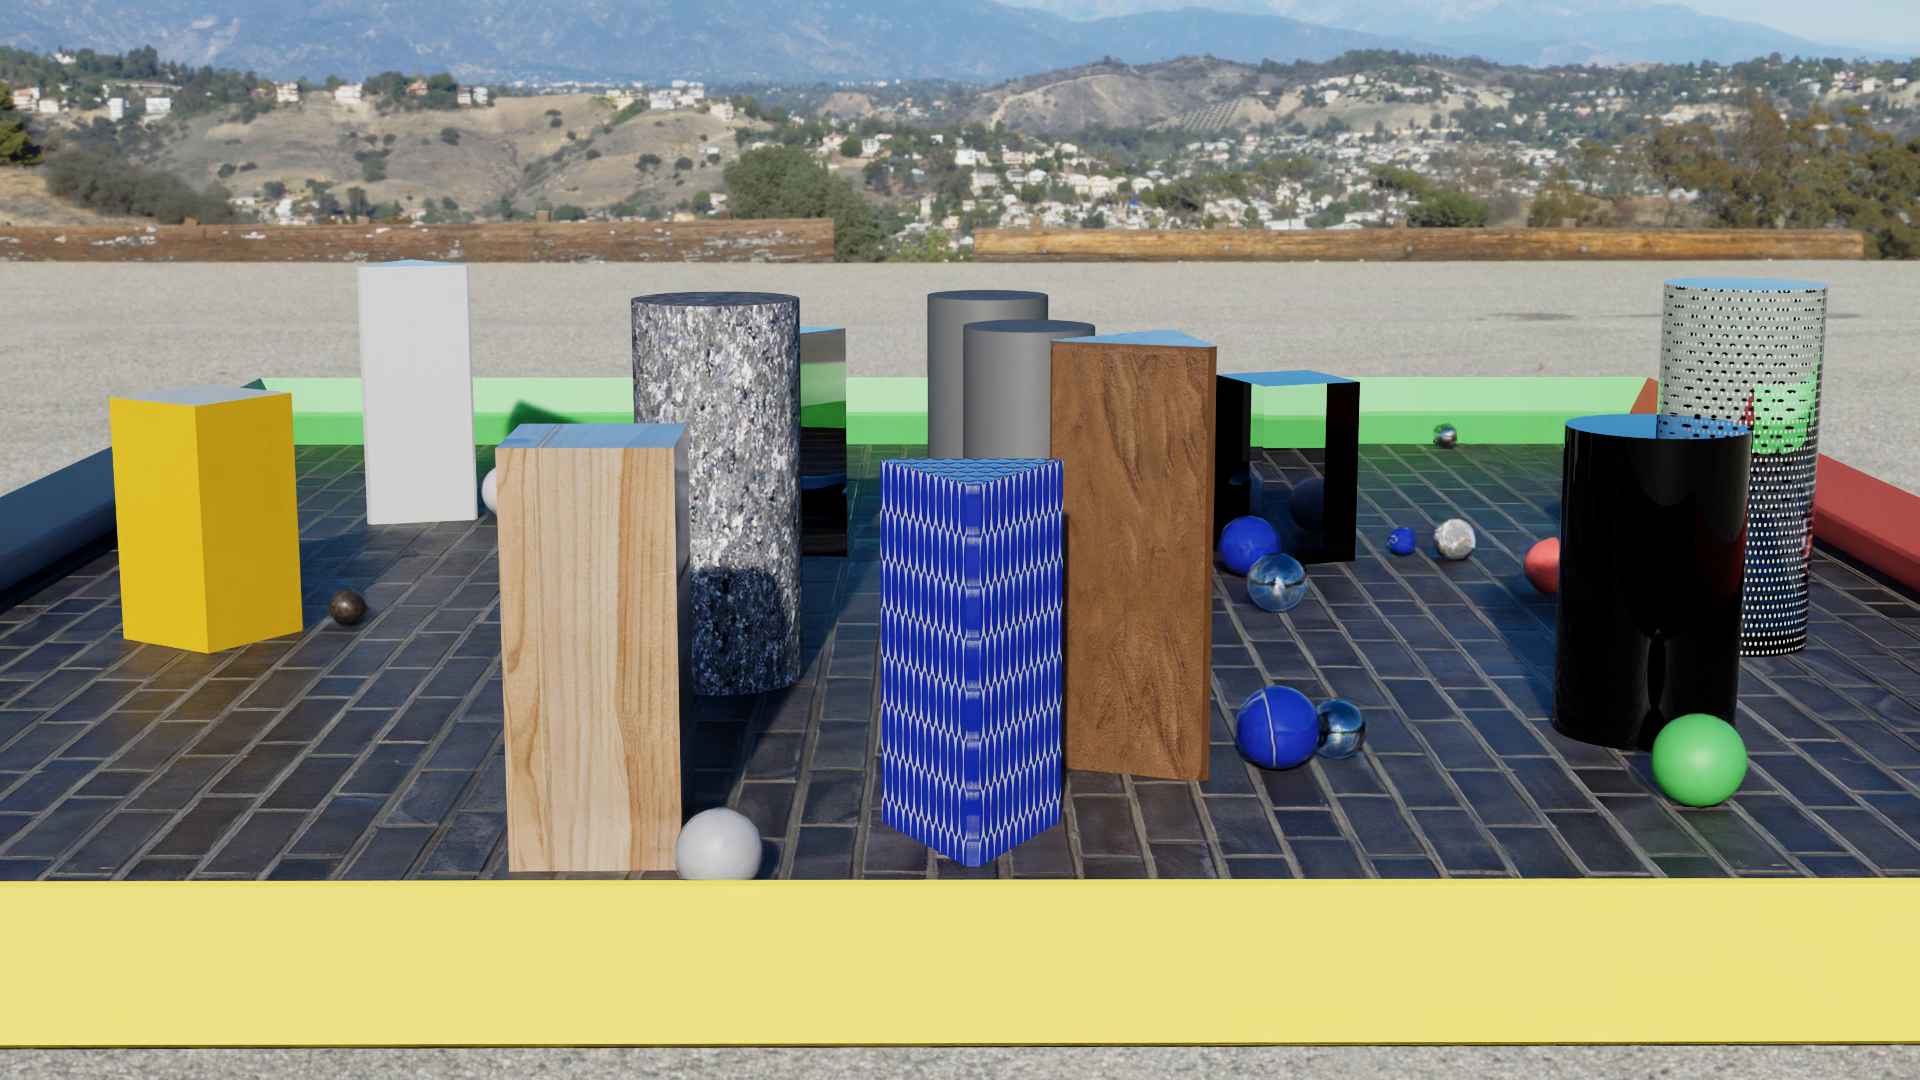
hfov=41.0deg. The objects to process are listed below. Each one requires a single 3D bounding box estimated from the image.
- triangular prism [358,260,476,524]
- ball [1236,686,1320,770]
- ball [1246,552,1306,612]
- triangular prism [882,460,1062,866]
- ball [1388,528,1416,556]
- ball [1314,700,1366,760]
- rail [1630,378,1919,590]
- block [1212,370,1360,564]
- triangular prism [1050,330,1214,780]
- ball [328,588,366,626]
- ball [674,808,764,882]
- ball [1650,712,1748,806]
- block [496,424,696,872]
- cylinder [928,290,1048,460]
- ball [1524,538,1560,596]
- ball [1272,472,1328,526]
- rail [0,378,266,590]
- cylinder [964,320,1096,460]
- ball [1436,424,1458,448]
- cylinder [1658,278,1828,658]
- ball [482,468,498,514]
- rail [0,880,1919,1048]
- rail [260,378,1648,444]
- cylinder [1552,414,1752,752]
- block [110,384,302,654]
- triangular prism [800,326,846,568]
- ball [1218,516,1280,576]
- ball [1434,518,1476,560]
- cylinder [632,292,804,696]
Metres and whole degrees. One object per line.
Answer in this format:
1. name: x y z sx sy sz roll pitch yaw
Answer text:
1. triangular prism: -0.886 -0.245 4.178 0.171 0.412 0.148 -3 11 -15
2. ball: 0.333 0.196 2.685 0.088 0.088 0.088 0 10 0
3. ball: 0.427 0.057 3.458 0.080 0.080 0.080 0 10 0
4. triangular prism: 0.033 0.105 2.437 0.148 0.357 0.171 -6 12 -30
5. ball: 0.665 0.002 3.860 0.042 0.042 0.042 0 10 0
6. ball: 0.400 0.201 2.725 0.063 0.063 0.063 0 10 0
7. rail: 1.322 0.032 3.456 0.045 0.128 3.120 0 10 0
8. block: 0.486 -0.109 3.838 0.158 0.268 0.158 -4 11 -21
9. triangular prism: 0.198 0.009 2.701 0.171 0.449 0.148 4 11 20
10. ball: -0.806 0.088 3.377 0.048 0.048 0.048 0 10 0
11. ball: -0.213 0.277 2.274 0.079 0.079 0.079 0 10 0
12. ball: 0.735 0.218 2.550 0.093 0.093 0.093 0 10 0
13. block: -0.335 0.096 2.391 0.158 0.391 0.158 0 10 -1
14. cylinder: 0.045 -0.225 4.220 0.198 0.356 0.198 0 10 0
15. ball: 0.825 0.037 3.567 0.080 0.080 0.080 0 10 0
16. ball: 0.542 -0.065 4.095 0.088 0.088 0.088 0 10 0
17. rail: -1.322 0.034 3.441 0.045 0.128 3.120 0 10 0
18. cylinder: 0.103 -0.151 3.860 0.198 0.343 0.198 0 10 0
19. ball: 0.939 -0.201 4.952 0.044 0.044 0.044 0 10 0
20. cylinder: 0.982 -0.096 3.251 0.198 0.457 0.198 0 10 0
21. ball: -0.735 -0.080 4.180 0.087 0.087 0.087 0 10 0
22. rail: 0.009 0.313 1.938 2.692 0.128 0.045 0 10 0
23. rail: -0.009 -0.247 4.959 2.692 0.128 0.045 0 10 0
24. cylinder: 0.759 0.043 2.821 0.198 0.340 0.198 0 10 0
25. block: -0.966 -0.031 3.295 0.158 0.312 0.158 7 12 32
26. triangular prism: -0.281 -0.140 3.793 0.148 0.345 0.171 8 13 38
27. ball: 0.416 0.009 3.696 0.088 0.088 0.088 0 10 0
28. ball: 0.736 -0.001 3.817 0.063 0.063 0.063 0 10 0
29. cylinder: -0.288 -0.060 3.059 0.198 0.455 0.198 0 10 0
